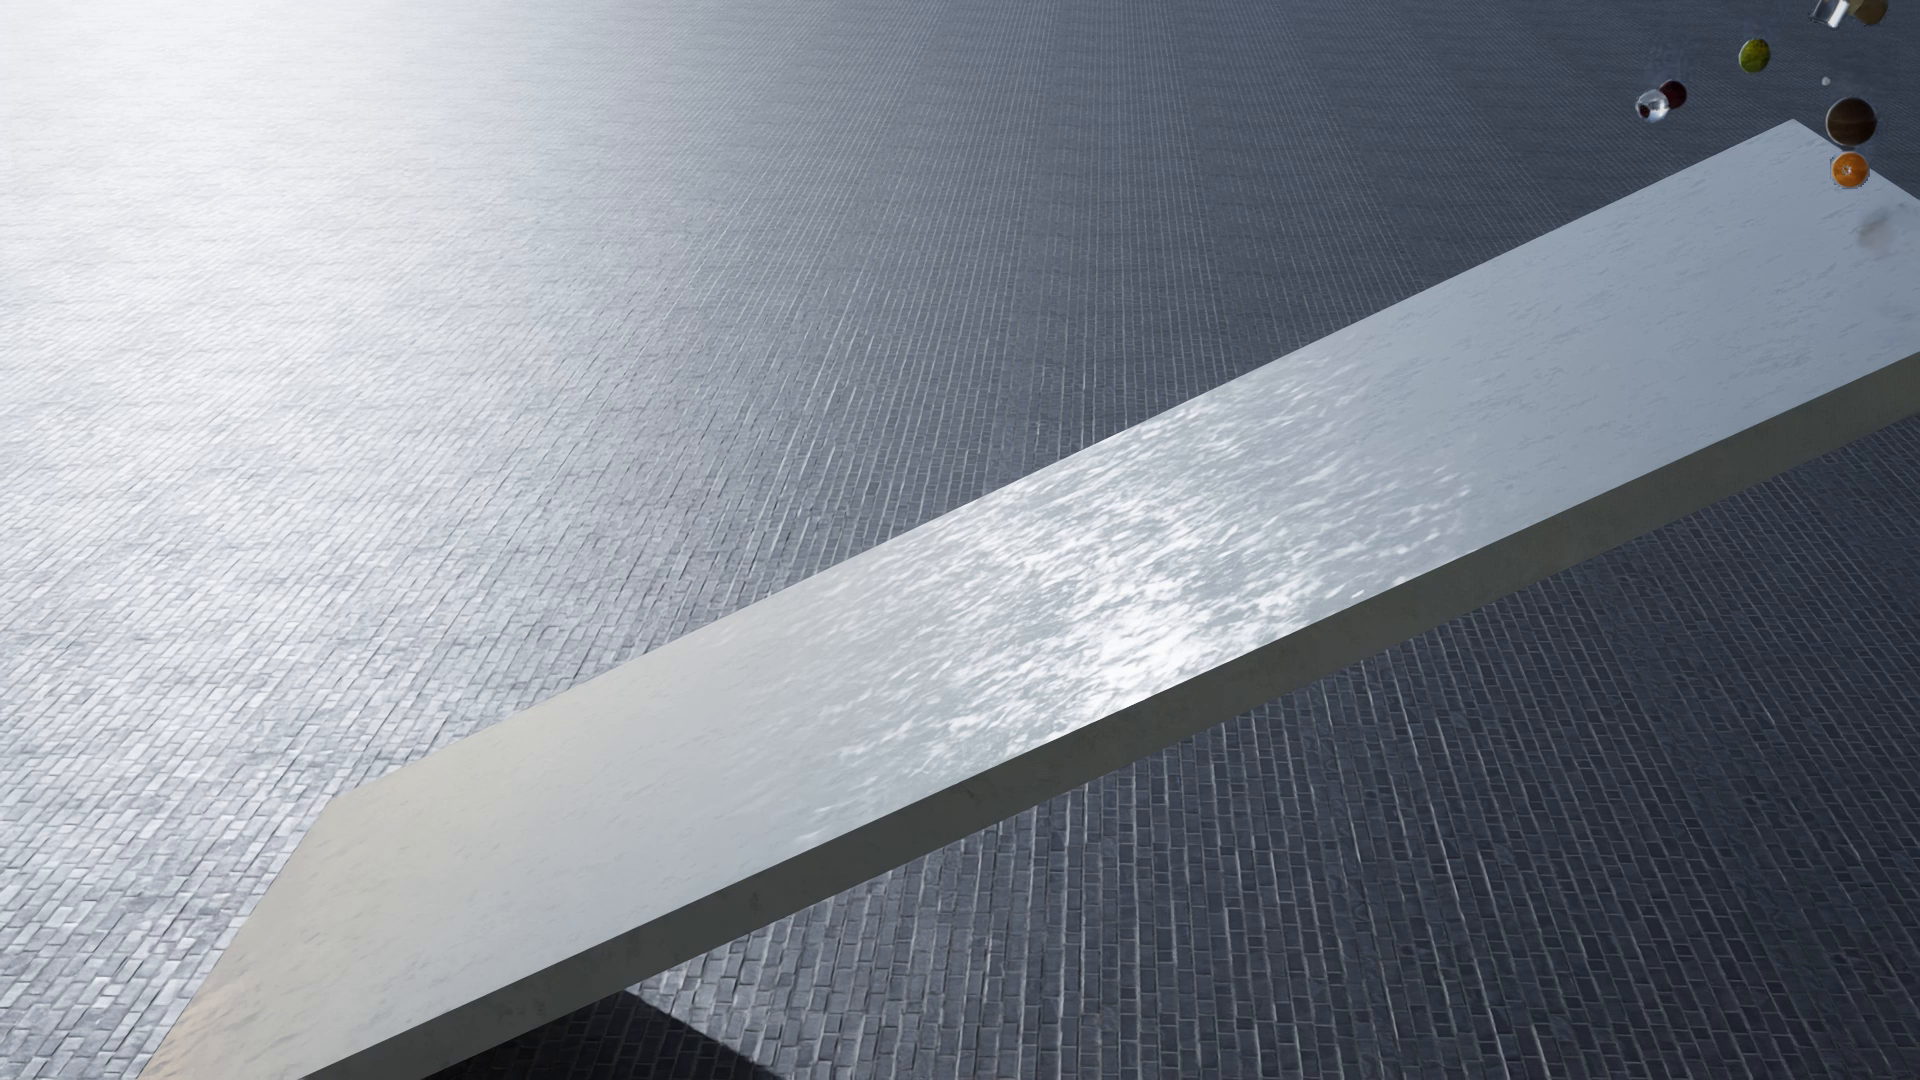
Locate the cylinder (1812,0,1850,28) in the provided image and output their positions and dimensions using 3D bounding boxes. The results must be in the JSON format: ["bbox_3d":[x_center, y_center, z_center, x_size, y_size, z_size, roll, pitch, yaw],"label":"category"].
[{"bbox_3d":[1.694,-1.031,5.725,0.054,0.054,0.054,27,11,-6],"label":"cylinder"}]

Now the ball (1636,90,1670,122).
[{"bbox_3d":[1.394,-0.872,5.916,0.065,0.065,0.065,0,16,0],"label":"ball"}]

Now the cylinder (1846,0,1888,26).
[{"bbox_3d":[1.795,-1.059,5.828,0.059,0.059,0.059,22,6,-25],"label":"cylinder"}]

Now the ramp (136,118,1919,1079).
[{"bbox_3d":[0.138,0.168,6.281,4.000,0.100,2.000,-25,14,10],"label":"ramp"}]

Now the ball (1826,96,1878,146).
[{"bbox_3d":[1.706,-0.801,5.629,0.095,0.095,0.095,0,16,0],"label":"ball"}]
